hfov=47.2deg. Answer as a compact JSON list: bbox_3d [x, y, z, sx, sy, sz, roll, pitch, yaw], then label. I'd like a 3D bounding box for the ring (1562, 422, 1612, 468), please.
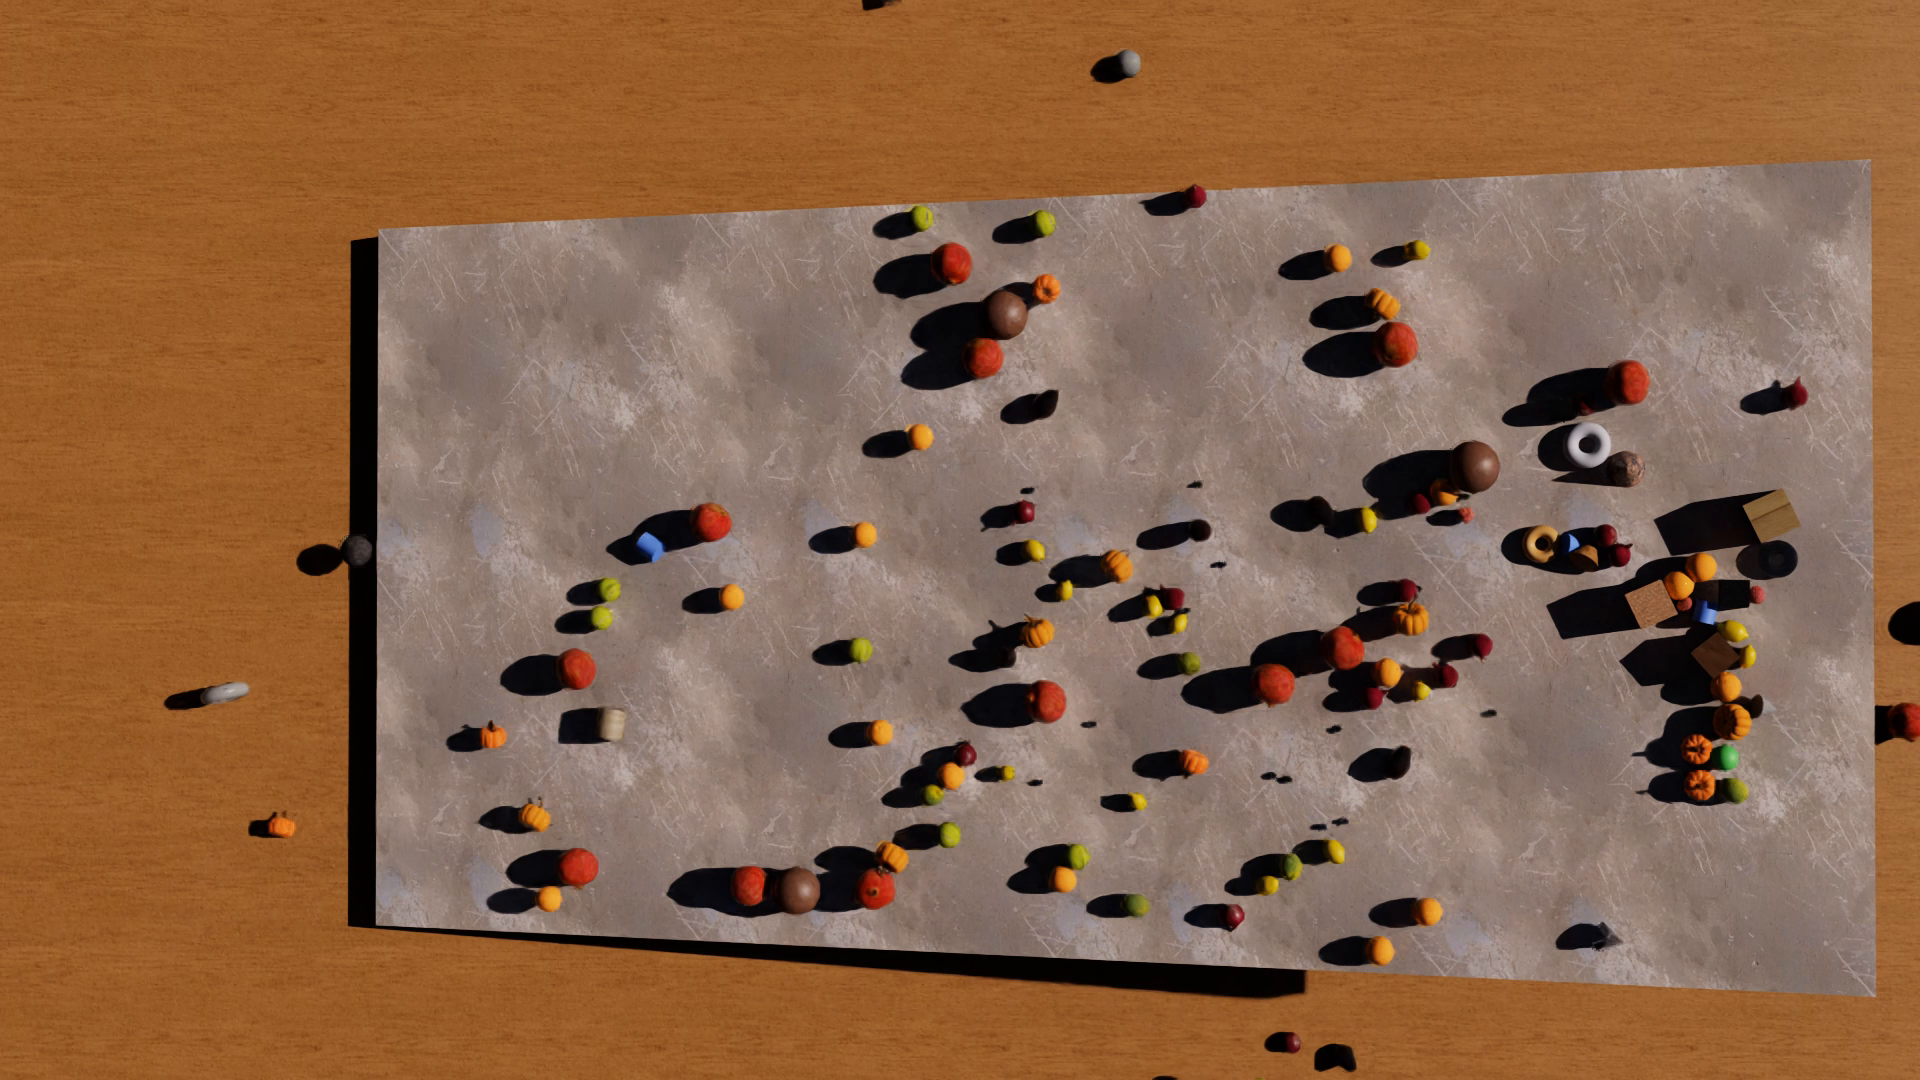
[{"bbox_3d":[1.542,-0.234,5.412,0.116,0.039,0.116,-1,88,16],"label":"ring"}]

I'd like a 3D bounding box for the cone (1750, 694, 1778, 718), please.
[{"bbox_3d":[1.945,0.407,5.297,0.059,0.059,0.059,12,89,-11],"label":"cone"}]

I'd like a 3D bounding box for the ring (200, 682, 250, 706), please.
[{"bbox_3d":[-2.110,0.440,6.314,0.137,0.137,0.046,-15,86,0],"label":"ring"}]

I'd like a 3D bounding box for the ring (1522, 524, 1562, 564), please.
[{"bbox_3d":[1.439,0.010,5.440,0.095,0.032,0.095,0,90,14],"label":"ring"}]

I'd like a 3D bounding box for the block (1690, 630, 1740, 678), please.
[{"bbox_3d":[1.820,0.277,5.305,0.081,0.081,0.081,-41,79,11],"label":"block"}]

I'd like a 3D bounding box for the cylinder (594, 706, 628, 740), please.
[{"bbox_3d":[-0.965,0.505,6.071,0.081,0.081,0.081,8,92,0],"label":"cylinder"}]

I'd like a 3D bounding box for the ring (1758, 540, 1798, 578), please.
[{"bbox_3d":[1.969,0.046,5.294,0.092,0.031,0.092,0,90,15],"label":"ring"}]

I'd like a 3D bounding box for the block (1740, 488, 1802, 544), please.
[{"bbox_3d":[1.941,-0.057,5.267,0.099,0.099,0.099,-26,83,14],"label":"block"}]

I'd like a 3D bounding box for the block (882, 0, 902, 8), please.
[{"bbox_3d":[-0.202,-1.591,6.411,0.053,0.053,0.053,-13,89,0],"label":"block"}]

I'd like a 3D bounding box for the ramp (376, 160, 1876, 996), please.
[{"bbox_3d":[0.267,0.097,5.831,4.000,0.100,2.000,0,89,15],"label":"ramp"}]

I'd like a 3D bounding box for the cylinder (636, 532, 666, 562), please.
[{"bbox_3d":[-0.851,0.018,6.059,0.060,0.060,0.060,34,89,14],"label":"cylinder"}]

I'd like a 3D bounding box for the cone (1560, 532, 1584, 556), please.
[{"bbox_3d":[1.518,0.012,5.421,0.060,0.060,0.060,6,89,-11],"label":"cone"}]

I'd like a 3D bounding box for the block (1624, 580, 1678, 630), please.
[{"bbox_3d":[1.677,0.156,5.341,0.092,0.092,0.092,-25,83,14],"label":"block"}]

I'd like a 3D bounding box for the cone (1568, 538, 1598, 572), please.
[{"bbox_3d":[1.550,0.024,5.407,0.079,0.079,0.079,35,71,0],"label":"cone"}]

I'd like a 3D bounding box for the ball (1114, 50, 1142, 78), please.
[{"bbox_3d":[0.487,-1.384,6.395,0.080,0.080,0.080,0,89,0],"label":"ball"}]

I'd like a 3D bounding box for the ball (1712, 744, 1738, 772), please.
[{"bbox_3d":[1.845,0.525,5.303,0.063,0.063,0.063,0,89,0],"label":"ball"}]

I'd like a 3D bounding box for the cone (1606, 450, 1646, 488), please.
[{"bbox_3d":[1.625,-0.174,5.361,0.091,0.091,0.091,0,89,15],"label":"cone"}]

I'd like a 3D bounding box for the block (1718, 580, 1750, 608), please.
[{"bbox_3d":[1.866,0.129,5.302,0.067,0.067,0.067,2,90,15],"label":"block"}]

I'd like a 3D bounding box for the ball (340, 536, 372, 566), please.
[{"bbox_3d":[-1.724,0.031,6.285,0.090,0.090,0.090,0,89,0],"label":"ball"}]

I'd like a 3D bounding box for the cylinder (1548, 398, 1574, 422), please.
[{"bbox_3d":[1.482,-0.321,5.420,0.057,0.057,0.057,-3,89,15],"label":"cylinder"}]
